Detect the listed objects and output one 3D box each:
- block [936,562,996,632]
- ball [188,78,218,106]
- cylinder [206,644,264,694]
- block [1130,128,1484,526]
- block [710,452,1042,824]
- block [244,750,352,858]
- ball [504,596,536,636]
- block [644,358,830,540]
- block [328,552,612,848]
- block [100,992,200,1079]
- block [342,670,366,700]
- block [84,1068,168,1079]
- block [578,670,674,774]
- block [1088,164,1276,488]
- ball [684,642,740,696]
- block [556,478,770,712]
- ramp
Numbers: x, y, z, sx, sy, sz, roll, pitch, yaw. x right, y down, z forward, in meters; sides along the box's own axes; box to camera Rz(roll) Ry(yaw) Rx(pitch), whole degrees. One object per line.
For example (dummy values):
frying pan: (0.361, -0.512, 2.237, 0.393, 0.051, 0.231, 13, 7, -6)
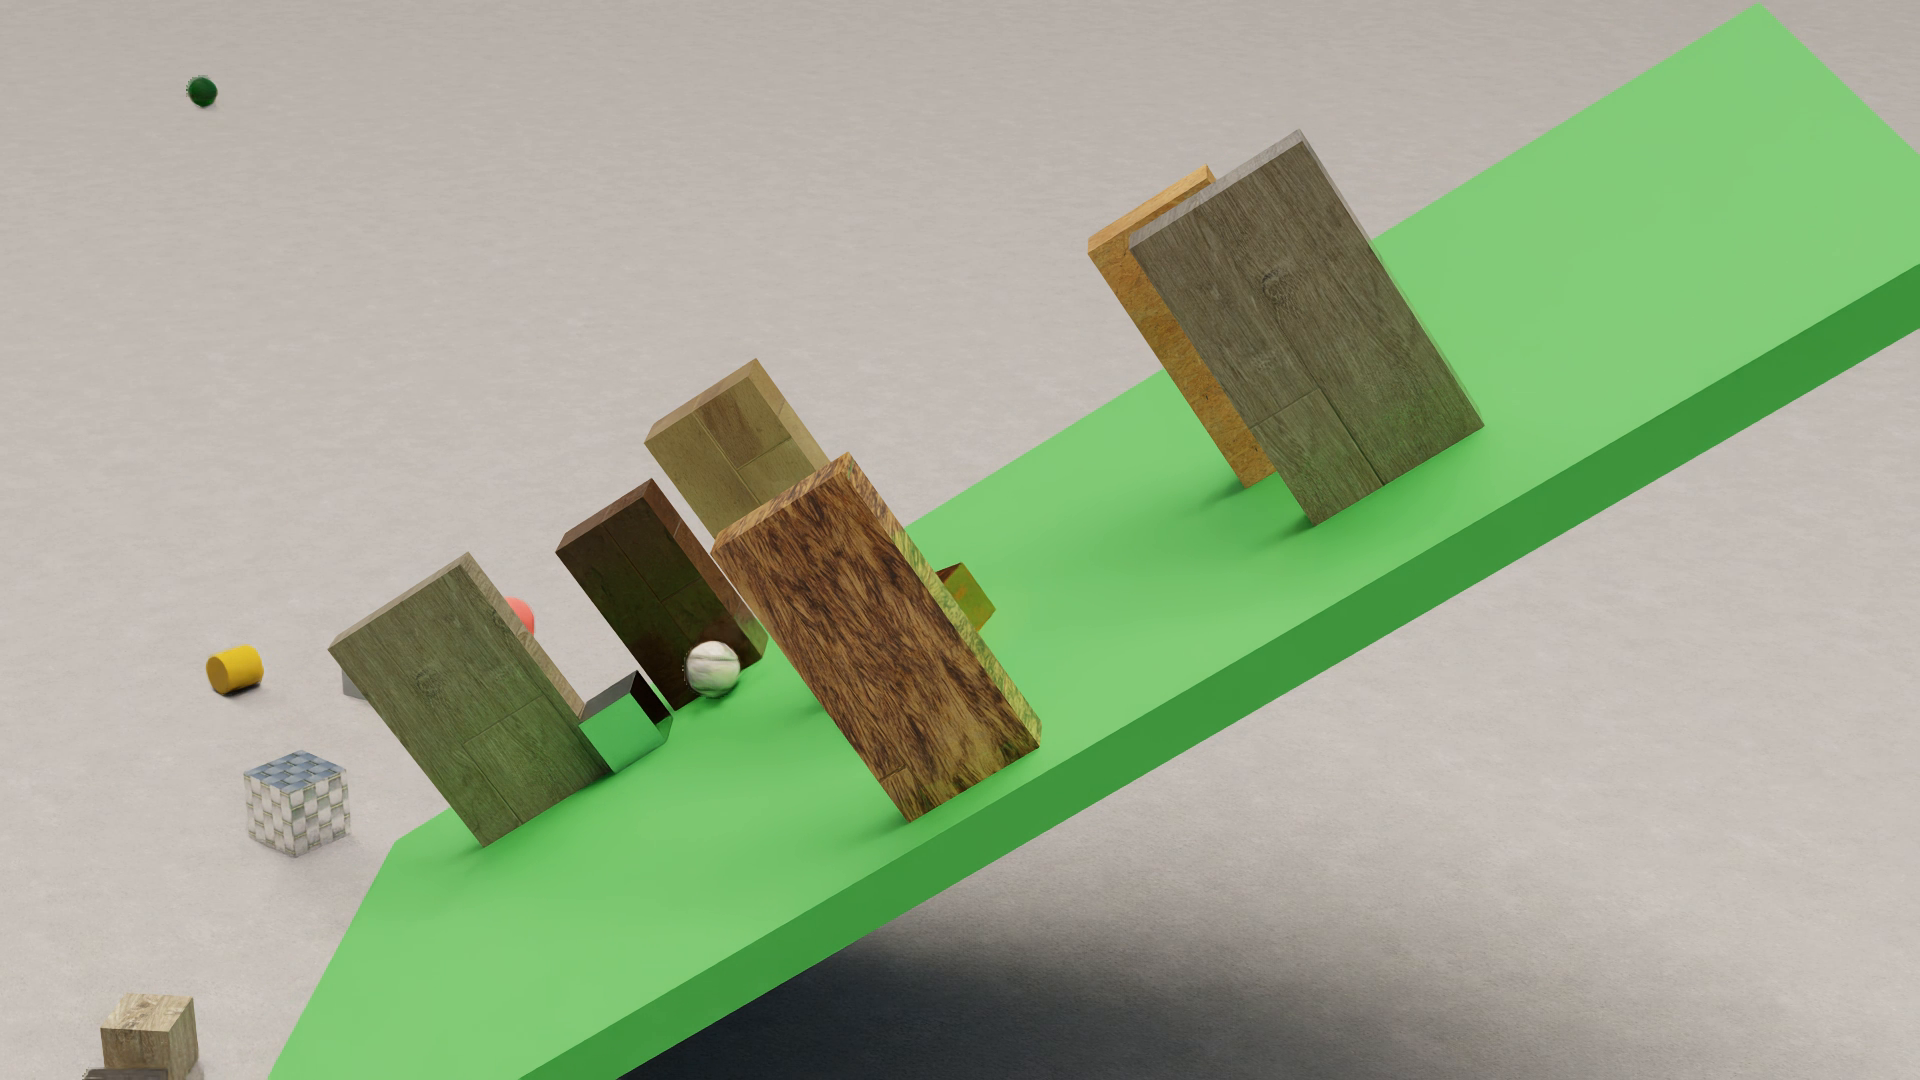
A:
block: (-0.033, 0.151, 6.289, 0.130, 0.130, 0.130, -21, 21, 43)
ball: (-4.230, -2.502, 16.430, 0.159, 0.159, 0.159, 0, 21, 0)
cylinder: (-2.178, 0.389, 8.837, 0.120, 0.120, 0.120, 18, 27, 40)
block: (0.646, -0.390, 5.479, 0.371, 0.645, 0.103, -31, 16, 14)
block: (-0.150, 0.185, 5.450, 0.295, 0.643, 0.109, -31, 16, 14)
block: (-1.777, 0.707, 7.893, 0.193, 0.193, 0.193, 17, 26, 37)
ball: (-1.404, 0.265, 9.074, 0.185, 0.185, 0.185, 0, 21, 0)
block: (-0.353, -0.015, 6.349, 0.274, 0.717, 0.131, -31, 16, 14)
block: (-1.160, 0.387, 7.049, 0.403, 0.620, 0.085, -31, 16, 14)
block: (-1.860, 1.154, 6.756, 0.160, 0.160, 0.160, 2, 21, 6)
block: (-1.750, 0.387, 8.810, 0.142, 0.142, 0.142, 12, 24, 28)
block: (-1.830, 1.266, 6.418, 0.169, 0.169, 0.169, -1, 12, 0)
block: (-0.797, 0.434, 7.031, 0.151, 0.151, 0.151, -32, 15, 11)
block: (0.537, -0.428, 5.931, 0.280, 0.591, 0.121, -31, 16, 14)
ball: (-0.588, 0.307, 6.998, 0.132, 0.132, 0.132, 0, 21, 0)
block: (-0.717, 0.133, 7.114, 0.263, 0.492, 0.133, -31, 16, 14)
ramp: (0.138, 0.172, 6.299, 4.000, 0.100, 2.000, -31, 16, 14)
